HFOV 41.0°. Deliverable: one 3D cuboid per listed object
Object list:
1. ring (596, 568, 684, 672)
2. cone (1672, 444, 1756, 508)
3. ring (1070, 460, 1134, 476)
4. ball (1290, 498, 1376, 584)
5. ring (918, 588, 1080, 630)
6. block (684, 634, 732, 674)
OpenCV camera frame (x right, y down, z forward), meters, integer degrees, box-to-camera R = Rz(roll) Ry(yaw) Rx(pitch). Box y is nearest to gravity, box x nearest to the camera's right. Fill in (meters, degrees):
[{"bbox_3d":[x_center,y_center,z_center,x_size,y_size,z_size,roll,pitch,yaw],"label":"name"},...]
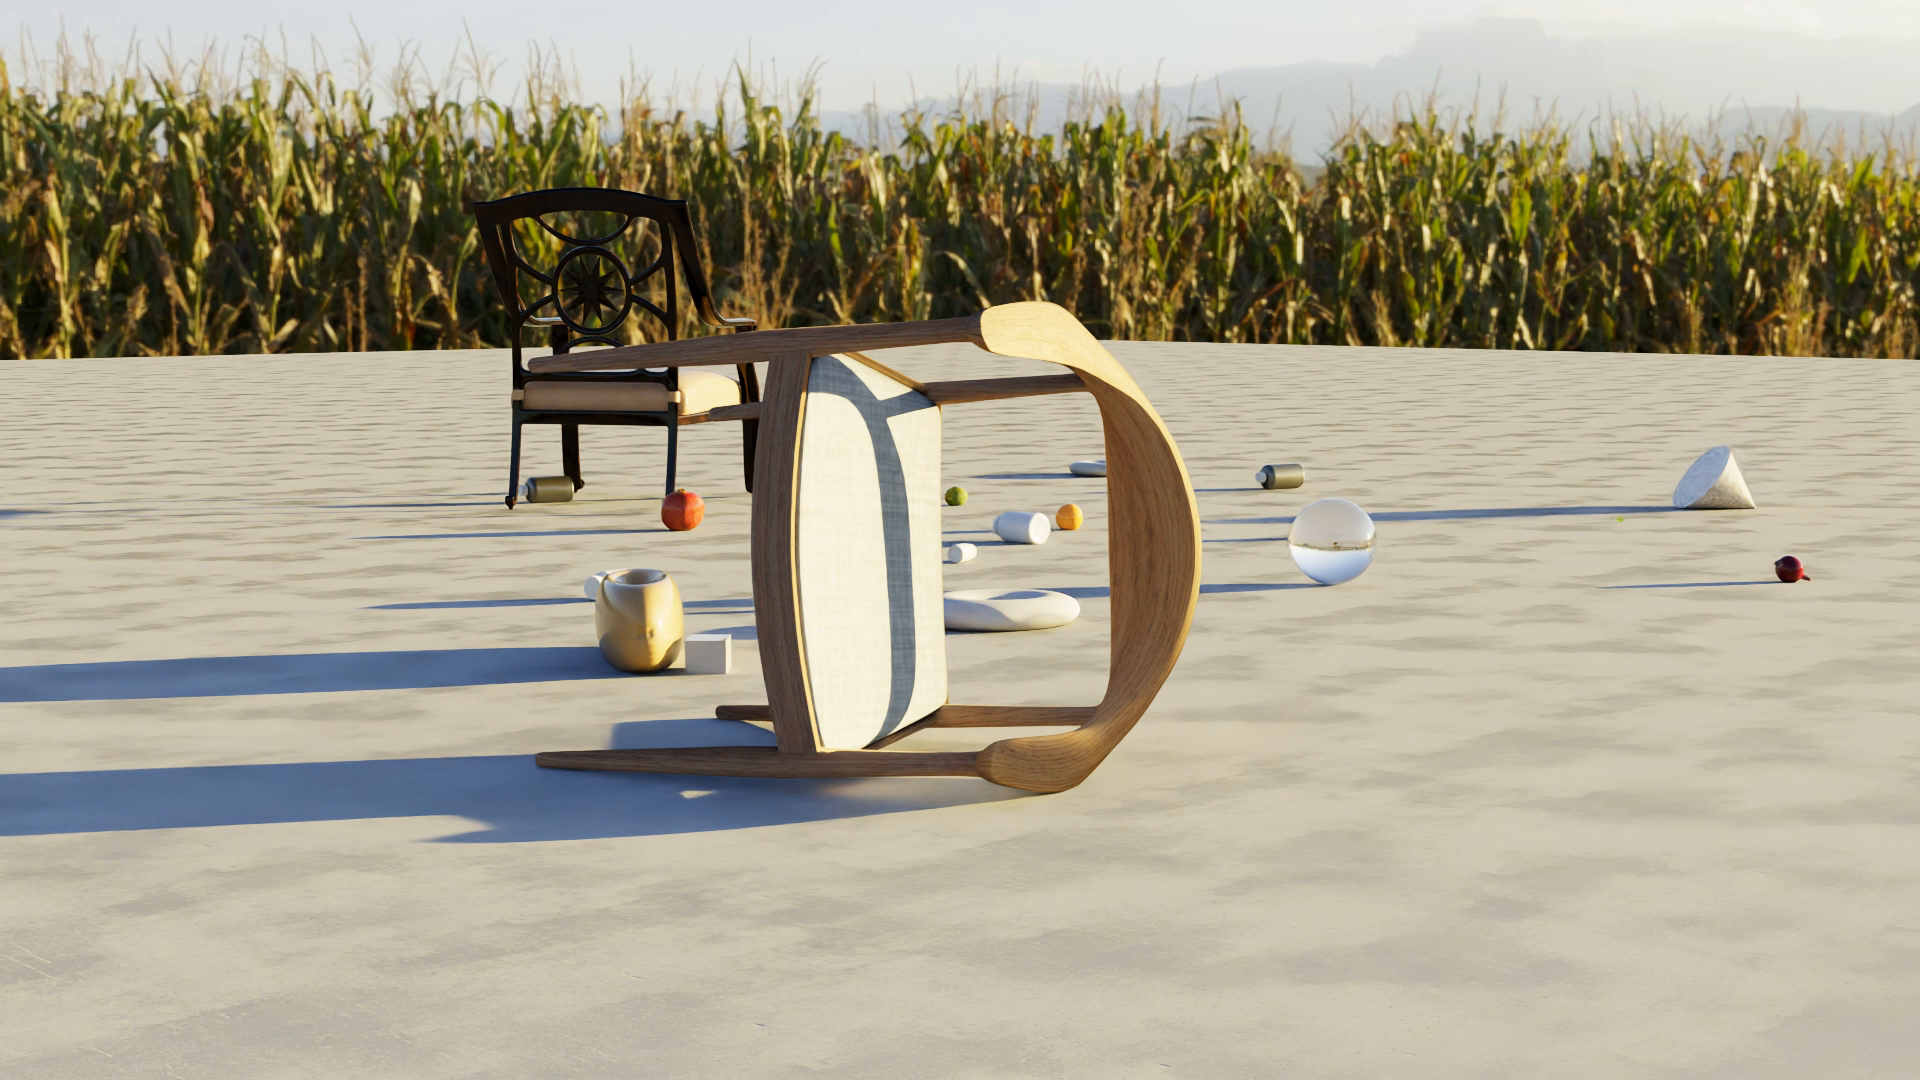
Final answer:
[{"bbox_3d":[-0.550,0.135,4.398,0.150,0.147,0.435,-4,5,-9],"label":"ring"},{"bbox_3d":[2.177,-0.134,7.264,0.187,0.197,0.299,29,-17,-5],"label":"cone"},{"bbox_3d":[0.468,-0.237,8.496,0.211,0.046,0.230,-2,7,-23],"label":"ring"},{"bbox_3d":[0.796,0.003,5.477,0.185,0.185,0.185,0,6,0],"label":"ball"},{"bbox_3d":[0.075,0.132,4.856,0.317,0.058,0.242,-2,7,-23],"label":"ring"},{"bbox_3d":[-0.421,0.191,4.288,0.068,0.056,0.075,0,6,1],"label":"block"}]
